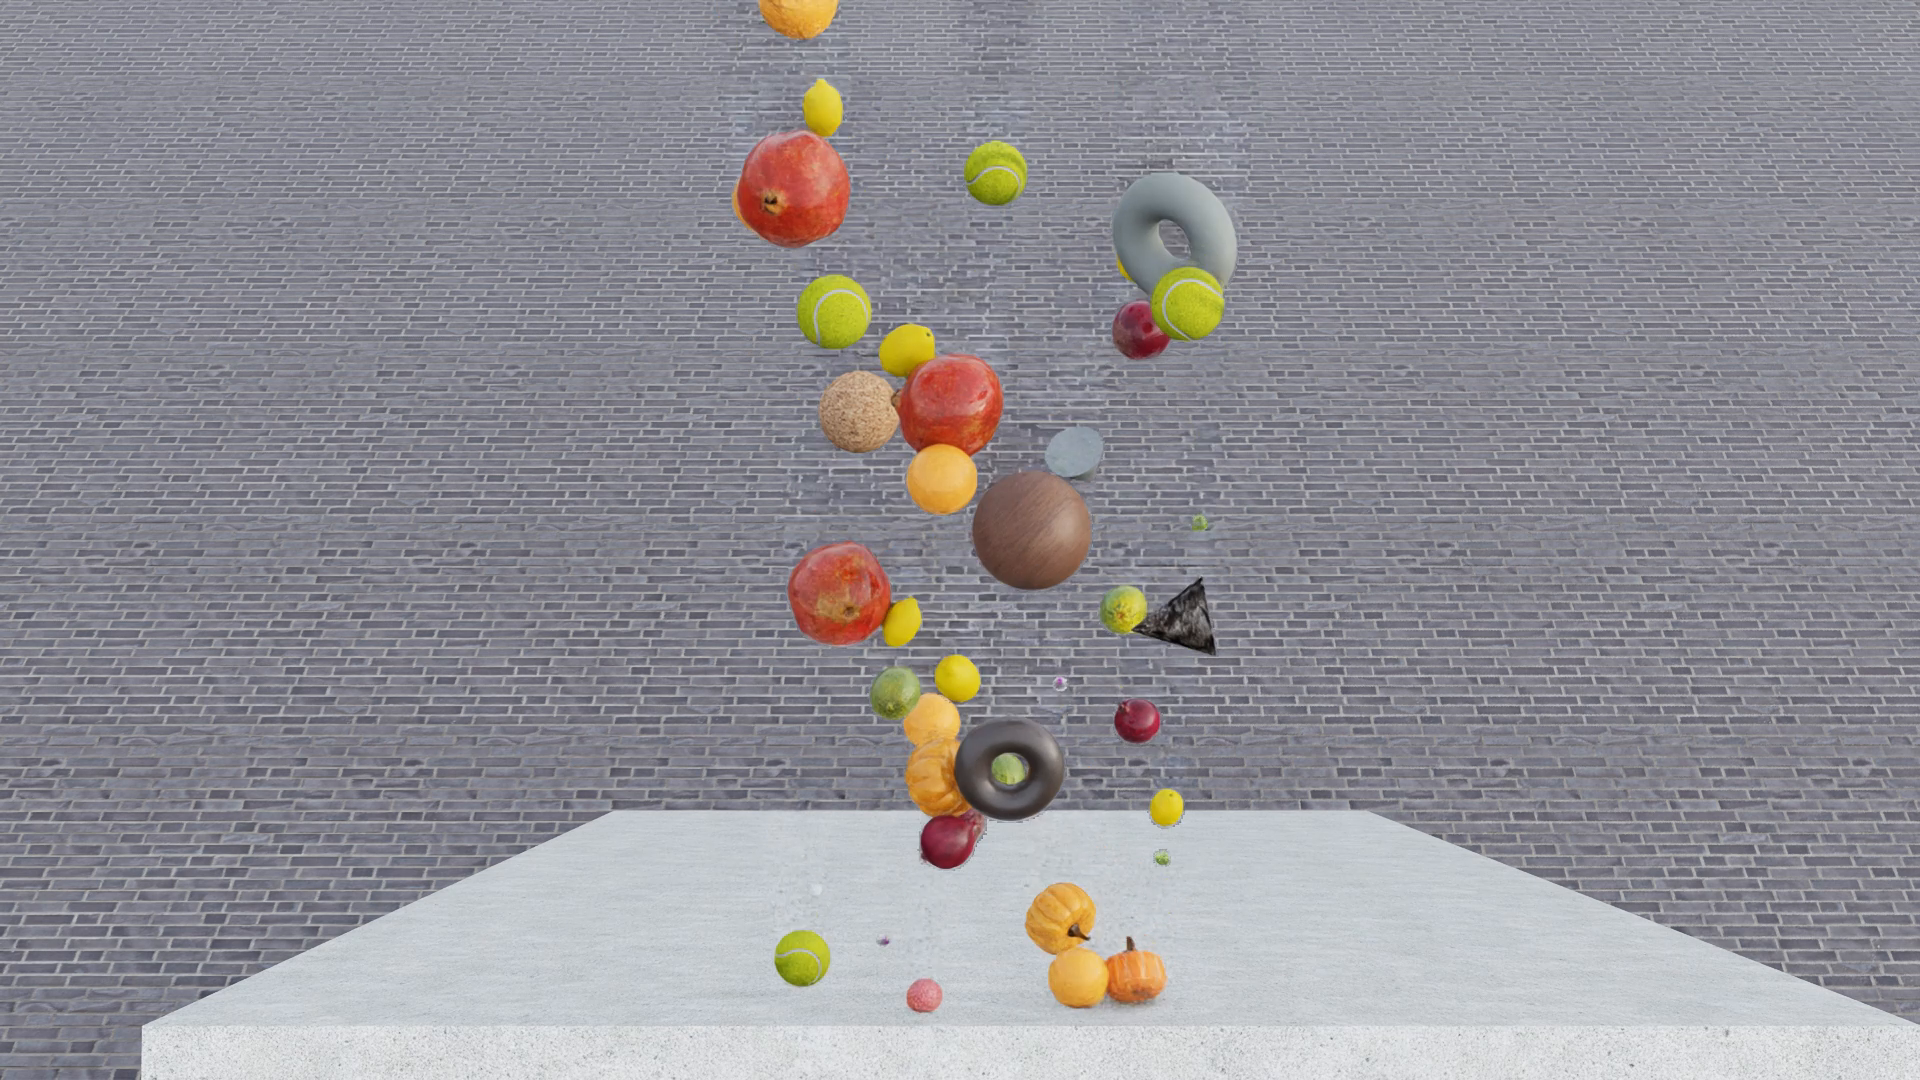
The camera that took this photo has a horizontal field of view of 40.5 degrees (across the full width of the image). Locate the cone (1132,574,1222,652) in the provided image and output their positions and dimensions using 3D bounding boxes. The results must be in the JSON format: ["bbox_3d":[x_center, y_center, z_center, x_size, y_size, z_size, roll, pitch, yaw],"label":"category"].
[{"bbox_3d":[0.219,0.087,2.718,0.084,0.084,0.084,-16,32,21],"label":"cone"}]

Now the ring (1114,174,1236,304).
[{"bbox_3d":[0.227,-0.318,2.753,0.147,0.147,0.049,24,40,29],"label":"ring"}]

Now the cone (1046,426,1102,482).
[{"bbox_3d":[0.122,-0.072,2.590,0.059,0.059,0.059,-10,56,15],"label":"cone"}]

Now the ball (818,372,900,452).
[{"bbox_3d":[-0.111,-0.141,2.870,0.090,0.090,0.090,0,37,0],"label":"ball"}]

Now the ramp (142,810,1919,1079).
[{"bbox_3d":[0.081,0.683,4.918,2.000,0.100,4.000,0,-2,0],"label":"ramp"}]
